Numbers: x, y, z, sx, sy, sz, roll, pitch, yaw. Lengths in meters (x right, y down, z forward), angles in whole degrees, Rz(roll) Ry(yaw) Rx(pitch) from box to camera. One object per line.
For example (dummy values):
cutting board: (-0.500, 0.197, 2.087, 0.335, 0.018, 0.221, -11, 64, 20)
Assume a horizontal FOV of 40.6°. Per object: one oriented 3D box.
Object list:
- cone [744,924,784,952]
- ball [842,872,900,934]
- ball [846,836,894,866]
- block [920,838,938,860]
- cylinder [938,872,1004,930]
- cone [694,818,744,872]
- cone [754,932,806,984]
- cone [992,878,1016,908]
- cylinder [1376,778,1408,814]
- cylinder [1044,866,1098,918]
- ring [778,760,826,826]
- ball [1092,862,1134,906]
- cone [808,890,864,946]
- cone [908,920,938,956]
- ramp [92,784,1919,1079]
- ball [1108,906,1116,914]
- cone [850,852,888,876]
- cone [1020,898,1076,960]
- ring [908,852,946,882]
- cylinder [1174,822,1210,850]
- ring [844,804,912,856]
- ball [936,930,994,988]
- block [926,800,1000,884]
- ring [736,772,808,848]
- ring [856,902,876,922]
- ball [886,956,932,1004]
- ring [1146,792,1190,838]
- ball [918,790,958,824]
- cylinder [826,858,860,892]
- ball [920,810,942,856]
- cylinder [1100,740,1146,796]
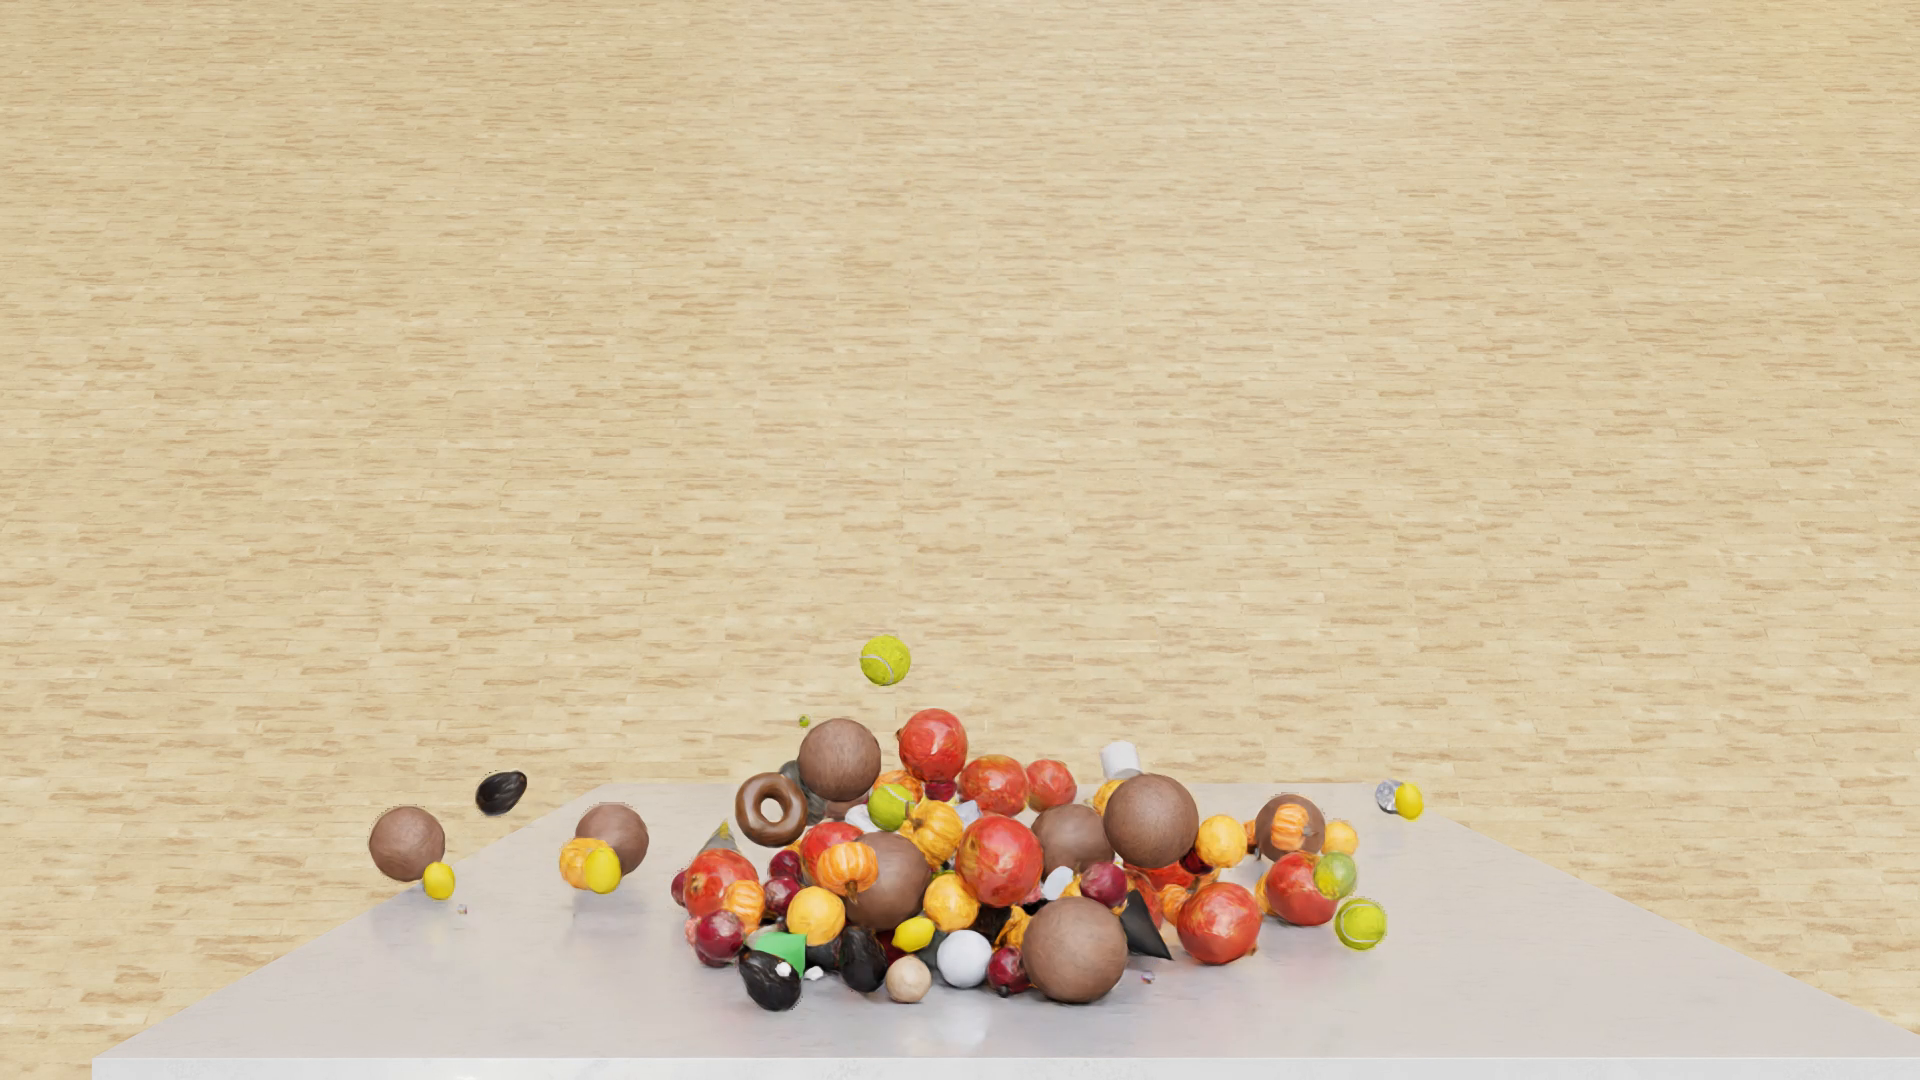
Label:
cone: (-0.247, 0.543, 3.401, 0.056, 0.056, 0.056, -14, 60, -21)
ball: (-0.131, 0.529, 3.781, 0.088, 0.088, 0.088, 0, 33, 0)
ball: (-0.159, 0.547, 4.626, 0.087, 0.087, 0.087, 0, 33, 0)
block: (-0.037, 0.566, 4.737, 0.054, 0.054, 0.054, 0, -1, -24)
cylinder: (0.017, 0.519, 3.791, 0.070, 0.070, 0.070, -23, 56, -31)
cone: (-0.419, 0.530, 4.582, 0.088, 0.088, 0.088, 4, 60, 6)
cone: (-0.204, 0.496, 3.163, 0.070, 0.070, 0.070, 20, 49, -24)
cone: (0.067, 0.567, 4.072, 0.052, 0.052, 0.052, 27, 40, 18)
cylinder: (0.929, 0.551, 5.574, 0.067, 0.067, 0.067, -3, 76, 12)
cylinder: (0.151, 0.478, 3.522, 0.053, 0.053, 0.053, -24, 49, 30)
ring: (-0.284, 0.454, 4.654, 0.042, 0.125, 0.125, -26, 27, 21)
ball: (0.241, 0.546, 4.108, 0.068, 0.068, 0.068, 0, 33, 0)
cone: (-0.188, 0.543, 3.593, 0.087, 0.087, 0.087, 11, 23, 17)
cone: (-0.024, 0.552, 3.466, 0.065, 0.065, 0.065, 27, 42, 28)
ramp: (0.074, 0.643, 4.764, 2.000, 0.100, 4.000, 0, -1, 0)
ball: (0.235, 0.546, 3.711, 0.051, 0.051, 0.051, 0, 33, 0)
cone: (-0.134, 0.529, 4.095, 0.064, 0.064, 0.064, -13, 75, -19)
cone: (0.100, 0.540, 3.483, 0.085, 0.085, 0.085, 18, 43, -17)
ring: (-0.052, 0.558, 4.430, 0.082, 0.082, 0.027, 21, 73, 28)
cylinder: (0.445, 0.568, 4.970, 0.054, 0.054, 0.054, 3, 32, -17)
ring: (-0.123, 0.437, 3.914, 0.110, 0.037, 0.110, 23, 16, -7)
ball: (0.007, 0.526, 3.257, 0.073, 0.073, 0.073, 0, 33, 0)
block: (0.005, 0.437, 3.762, 0.074, 0.074, 0.074, -21, 48, 5)
ring: (-0.277, 0.397, 3.811, 0.115, 0.038, 0.115, 12, 63, -24)
ring: (-0.166, 0.564, 3.930, 0.077, 0.026, 0.077, -1, 0, 0)
ball: (-0.063, 0.532, 3.137, 0.056, 0.056, 0.056, 0, 33, 0)
ring: (0.415, 0.548, 5.104, 0.041, 0.124, 0.124, -41, 44, -7)
ball: (-0.040, 0.491, 4.715, 0.075, 0.075, 0.075, 0, 33, 0)
cylinder: (-0.174, 0.548, 4.180, 0.067, 0.067, 0.067, -10, 2, -15)
ball: (-0.022, 0.448, 3.942, 0.075, 0.075, 0.075, 0, 33, 0)
cylinder: (0.321, 0.452, 5.133, 0.077, 0.077, 0.077, -5, 41, -8)
